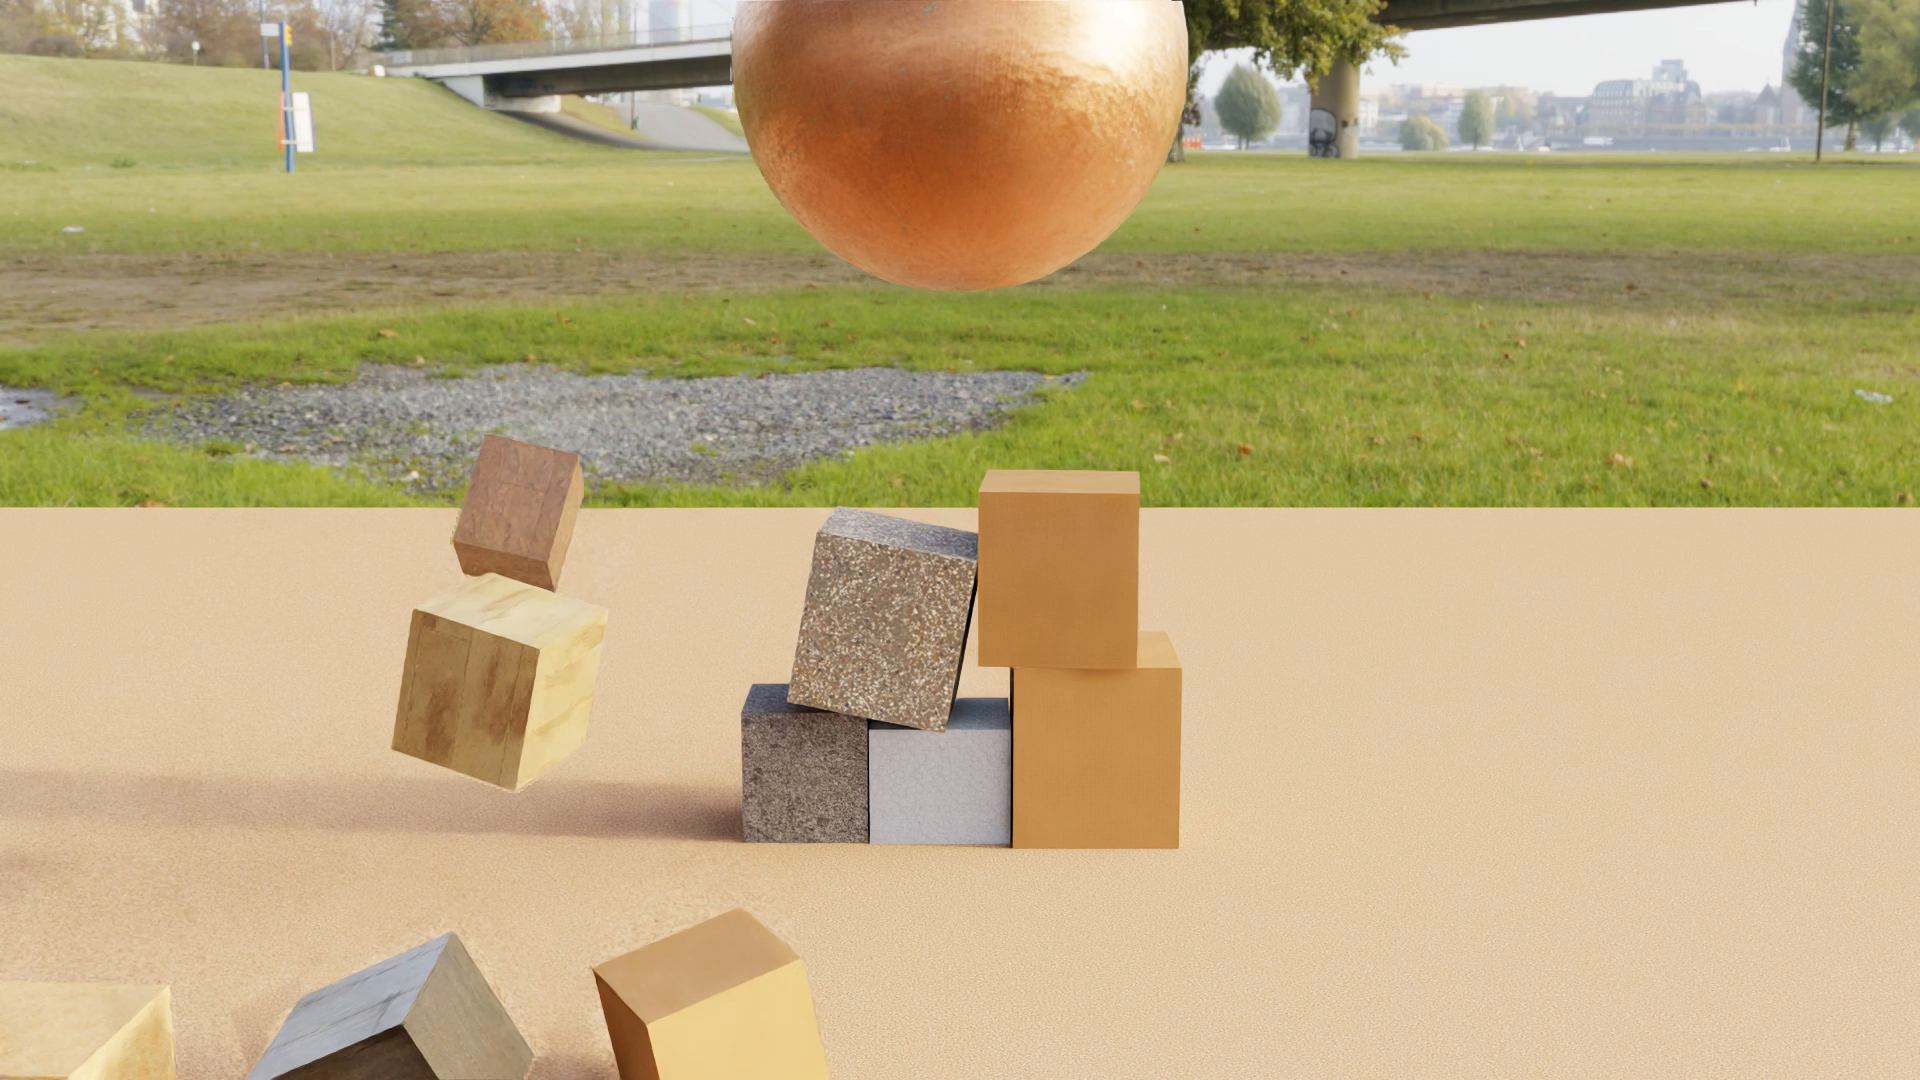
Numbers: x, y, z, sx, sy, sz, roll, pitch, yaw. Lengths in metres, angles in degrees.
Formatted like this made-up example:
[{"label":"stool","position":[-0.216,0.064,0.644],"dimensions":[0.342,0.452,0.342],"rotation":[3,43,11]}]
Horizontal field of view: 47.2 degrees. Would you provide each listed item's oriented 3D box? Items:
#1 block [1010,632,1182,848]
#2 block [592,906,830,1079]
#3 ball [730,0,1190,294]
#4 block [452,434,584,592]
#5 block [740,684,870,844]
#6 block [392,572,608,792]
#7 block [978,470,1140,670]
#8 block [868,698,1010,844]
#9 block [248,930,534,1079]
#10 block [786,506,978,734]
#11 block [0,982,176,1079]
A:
[{"label":"block","position":[0.682,1.017,11.363],"dimensions":[0.833,0.933,0.831],"rotation":[0,10,0]},{"label":"block","position":[-0.904,1.764,7.986],"dimensions":[0.604,0.526,0.535],"rotation":[-19,21,-25]},{"label":"ball","position":[0.000,-1.670,7.709],"dimensions":[1.600,1.600,1.600],"rotation":[0,10,0]},{"label":"block","position":[-2.290,-0.129,11.462],"dimensions":[0.492,0.603,0.525],"rotation":[13,-21,-1]},{"label":"block","position":[-0.780,1.146,11.369],"dimensions":[0.632,0.678,0.612],"rotation":[0,10,0]},{"label":"block","position":[-2.133,0.645,10.239],"dimensions":[0.638,0.698,0.710],"rotation":[17,17,13]},{"label":"block","position":[0.509,0.136,11.150],"dimensions":[0.787,0.878,0.741],"rotation":[1,10,4]},{"label":"block","position":[-0.100,1.185,11.381],"dimensions":[0.711,0.596,0.648],"rotation":[0,10,0]},{"label":"block","position":[-1.862,1.749,7.210],"dimensions":[0.618,0.533,0.560],"rotation":[-24,17,13]},{"label":"block","position":[-0.359,0.390,11.248],"dimensions":[0.802,0.877,0.823],"rotation":[11,10,2]},{"label":"block","position":[-3.083,1.910,7.254],"dimensions":[0.694,0.647,0.756],"rotation":[1,10,3]}]
